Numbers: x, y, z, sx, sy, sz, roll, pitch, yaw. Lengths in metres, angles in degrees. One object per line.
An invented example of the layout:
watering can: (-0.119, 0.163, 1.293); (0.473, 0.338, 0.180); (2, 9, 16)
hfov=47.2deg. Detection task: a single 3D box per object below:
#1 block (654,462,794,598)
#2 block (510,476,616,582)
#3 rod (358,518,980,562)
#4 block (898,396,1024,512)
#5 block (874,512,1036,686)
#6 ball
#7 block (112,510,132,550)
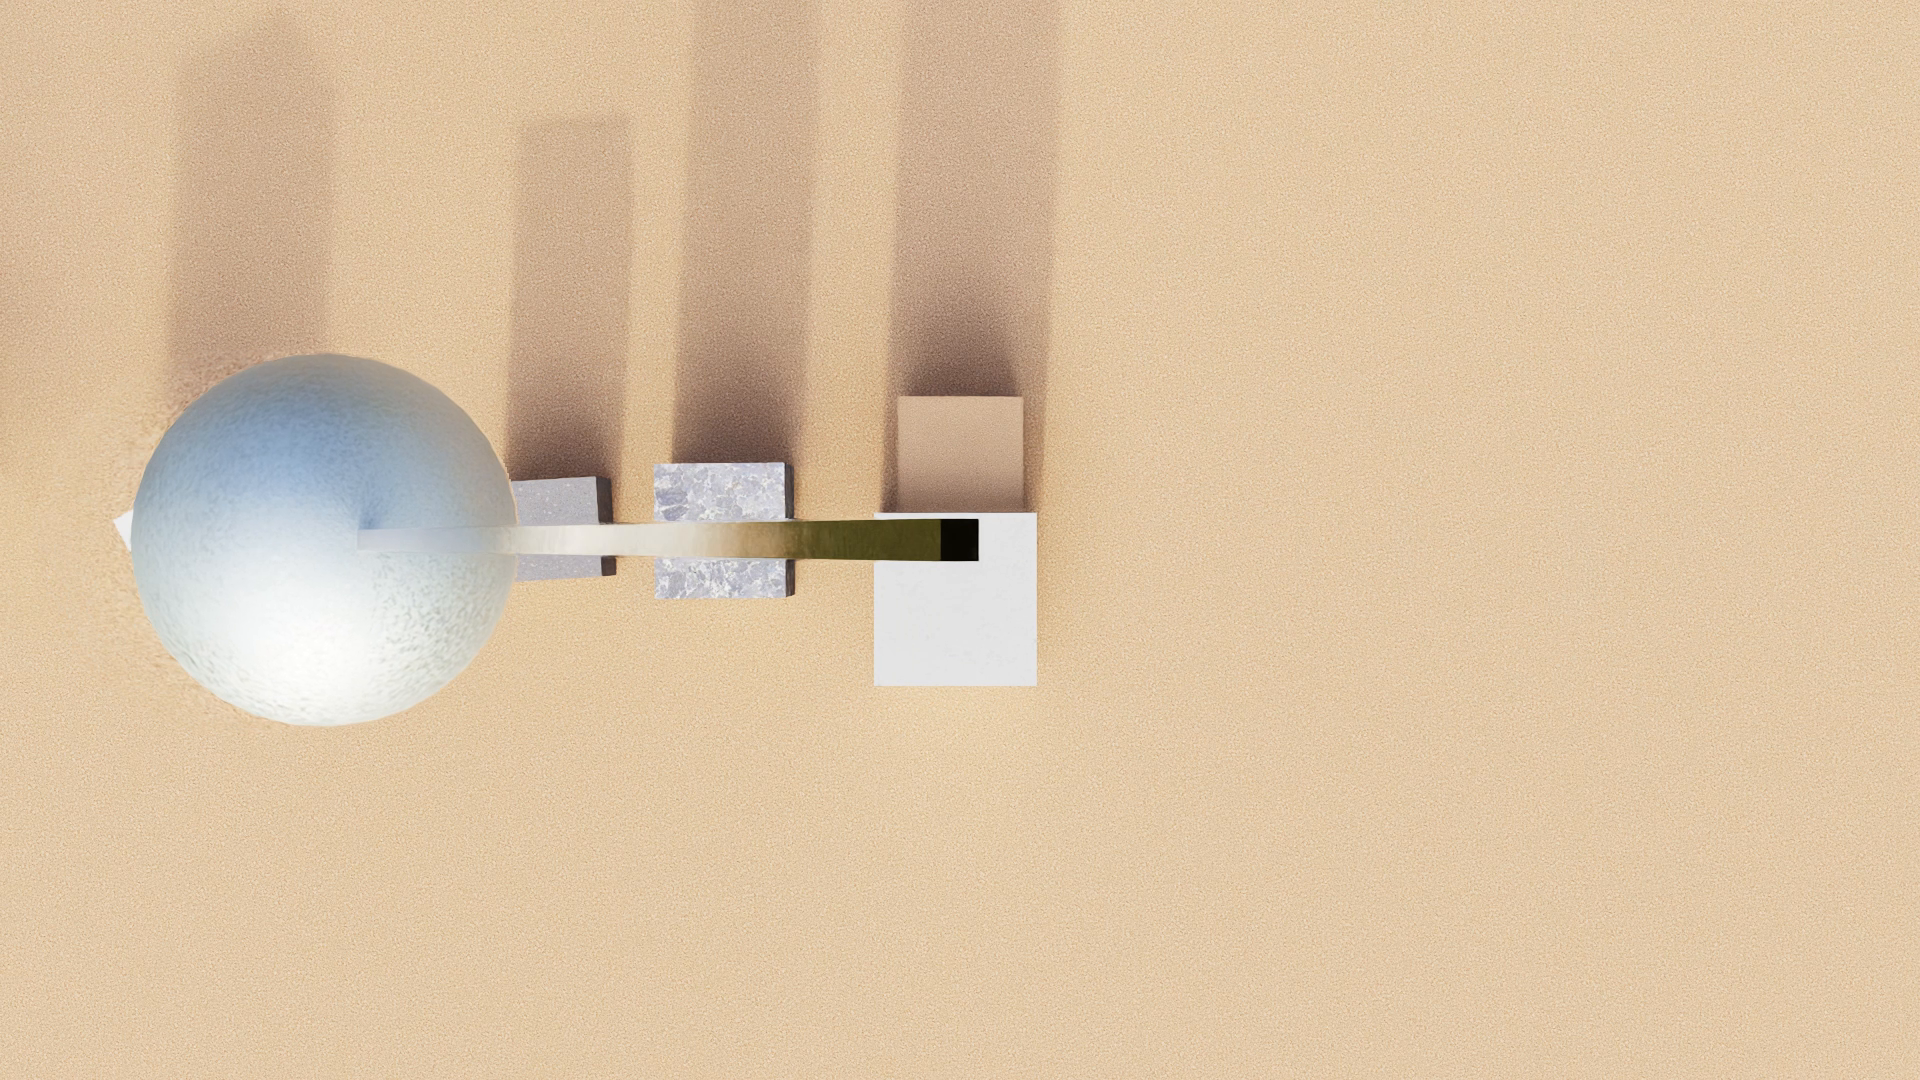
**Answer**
block: (-1.344, -0.052, 12.646); (0.729, 0.709, 0.756); (-1, 90, 0)
block: (-2.370, -0.057, 12.731); (0.647, 0.539, 0.569); (-3, 90, 0)
rod: (-1.173, 0.000, 6.393); (0.080, 5.200, 0.080); (0, 90, -27)
block: (0.003, -0.485, 12.710); (0.708, 0.580, 0.652); (0, 90, 0)
block: (-0.026, 0.330, 12.607); (0.904, 0.787, 0.960); (0, 90, 0)
ball: (-2.706, 0.000, 9.428); (1.600, 1.600, 1.600); (0, 90, 0)
block: (-4.283, -0.015, 12.663); (0.722, 0.674, 0.623); (-30, 90, 0)
